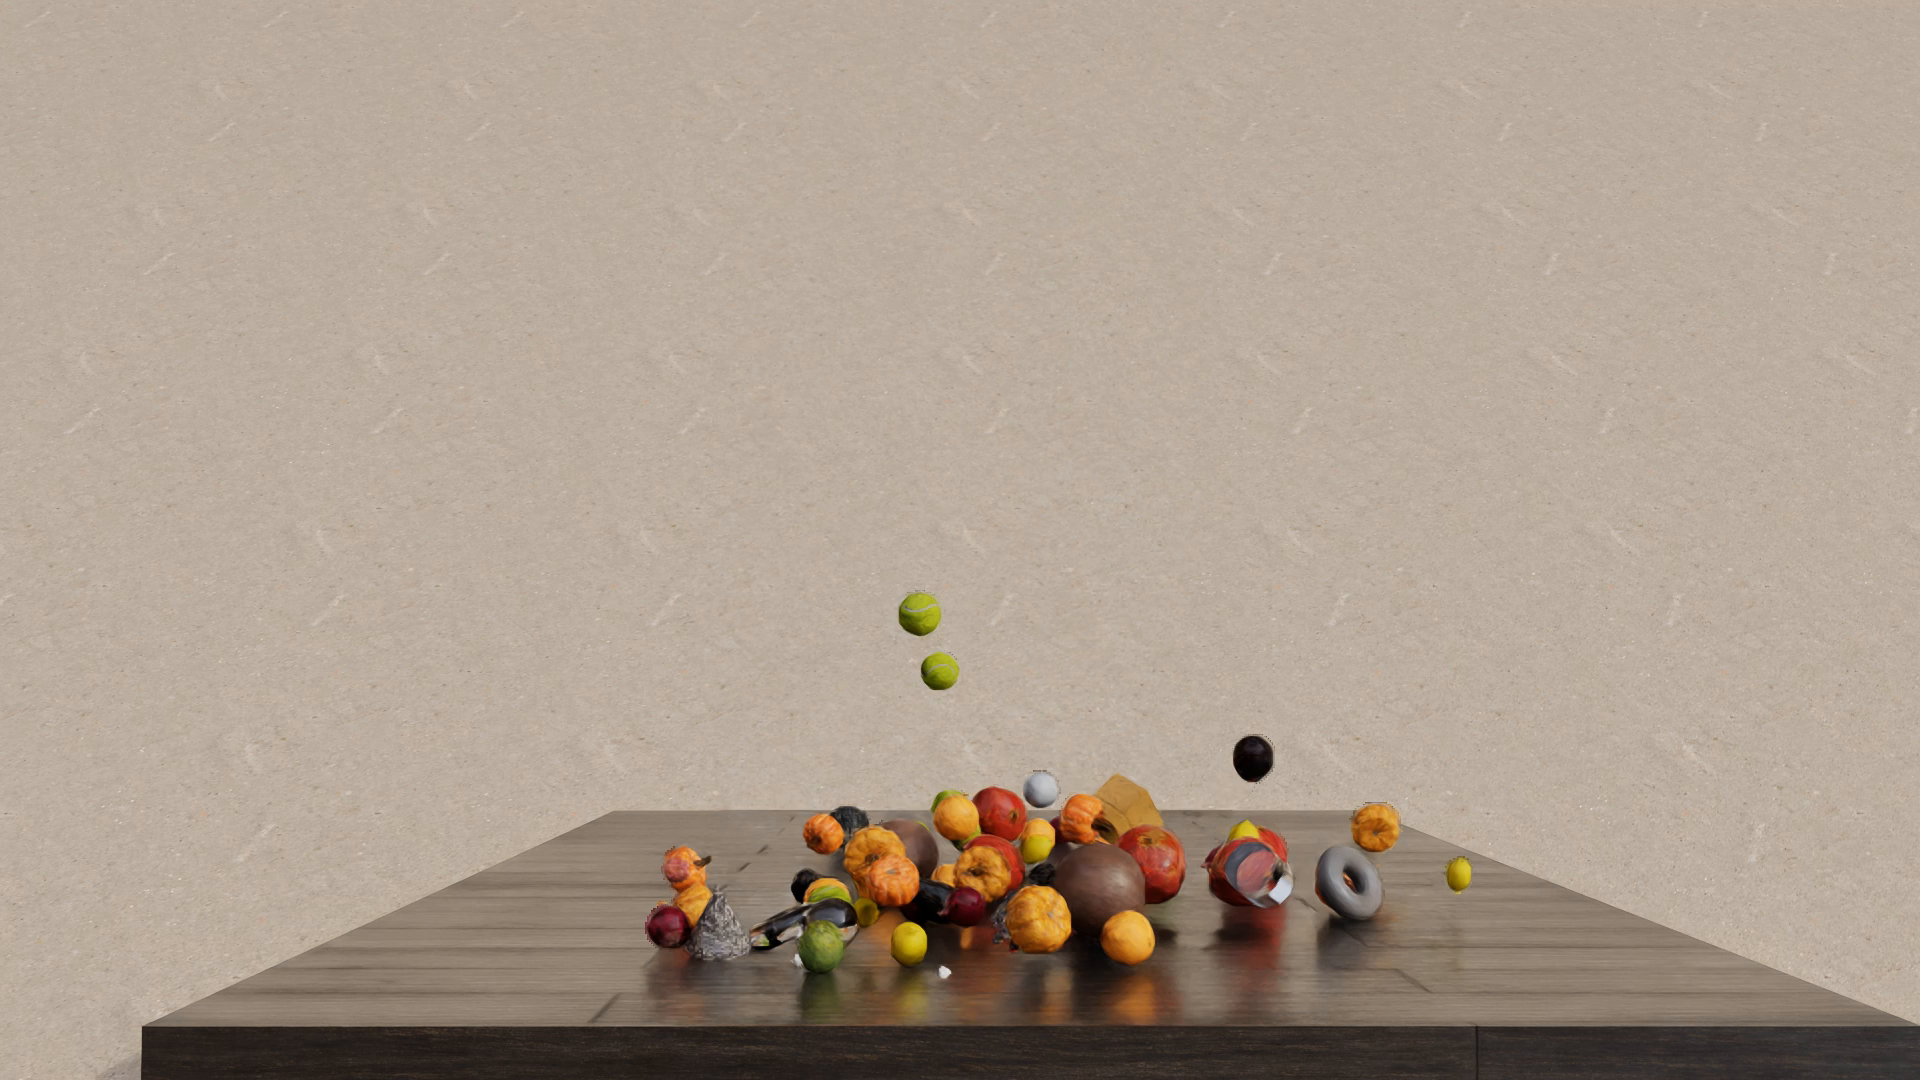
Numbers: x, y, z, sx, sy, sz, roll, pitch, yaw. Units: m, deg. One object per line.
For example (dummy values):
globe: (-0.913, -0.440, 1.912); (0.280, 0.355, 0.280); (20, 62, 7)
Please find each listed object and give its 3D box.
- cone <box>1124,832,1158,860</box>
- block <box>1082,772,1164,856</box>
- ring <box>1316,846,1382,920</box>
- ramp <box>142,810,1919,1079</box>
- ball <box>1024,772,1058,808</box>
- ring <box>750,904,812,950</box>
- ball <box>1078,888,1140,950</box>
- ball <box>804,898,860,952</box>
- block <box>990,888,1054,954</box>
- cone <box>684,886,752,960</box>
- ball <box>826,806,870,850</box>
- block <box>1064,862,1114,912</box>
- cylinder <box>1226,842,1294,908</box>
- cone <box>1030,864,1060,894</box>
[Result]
cone: (0.352, 0.629, 5.309); (0.090, 0.090, 0.090); (7, 26, 10)
block: (0.273, 0.459, 4.354); (0.082, 0.082, 0.082); (-41, 39, -17)
ring: (0.614, 0.541, 4.107); (0.126, 0.042, 0.126); (23, 47, -28)
ramp: (0.081, 0.683, 4.917); (2.000, 0.100, 4.000); (0, -2, 0)
ball: (0.136, 0.421, 4.380); (0.059, 0.059, 0.059); (0, 37, 0)
ring: (-0.247, 0.547, 3.679); (0.111, 0.037, 0.111); (-24, -2, -1)
ball: (0.211, 0.535, 3.673); (0.088, 0.088, 0.088); (0, 37, 0)
ball: (-0.178, 0.534, 3.611); (0.076, 0.076, 0.076); (0, 37, 0)
block: (0.085, 0.526, 3.593); (0.054, 0.054, 0.054); (34, 4, -27)
cone: (-0.332, 0.516, 3.573); (0.092, 0.092, 0.092); (1, 17, 0)
ball: (-0.241, 0.614, 5.556); (0.093, 0.093, 0.093); (0, 37, 0)
block: (0.205, 0.554, 4.119); (0.057, 0.057, 0.057); (11, 62, 18)
cylinder: (0.428, 0.478, 3.716); (0.076, 0.076, 0.076); (-12, 61, 23)
cone: (0.142, 0.576, 4.465); (0.053, 0.053, 0.053); (-3, 5, -4)
